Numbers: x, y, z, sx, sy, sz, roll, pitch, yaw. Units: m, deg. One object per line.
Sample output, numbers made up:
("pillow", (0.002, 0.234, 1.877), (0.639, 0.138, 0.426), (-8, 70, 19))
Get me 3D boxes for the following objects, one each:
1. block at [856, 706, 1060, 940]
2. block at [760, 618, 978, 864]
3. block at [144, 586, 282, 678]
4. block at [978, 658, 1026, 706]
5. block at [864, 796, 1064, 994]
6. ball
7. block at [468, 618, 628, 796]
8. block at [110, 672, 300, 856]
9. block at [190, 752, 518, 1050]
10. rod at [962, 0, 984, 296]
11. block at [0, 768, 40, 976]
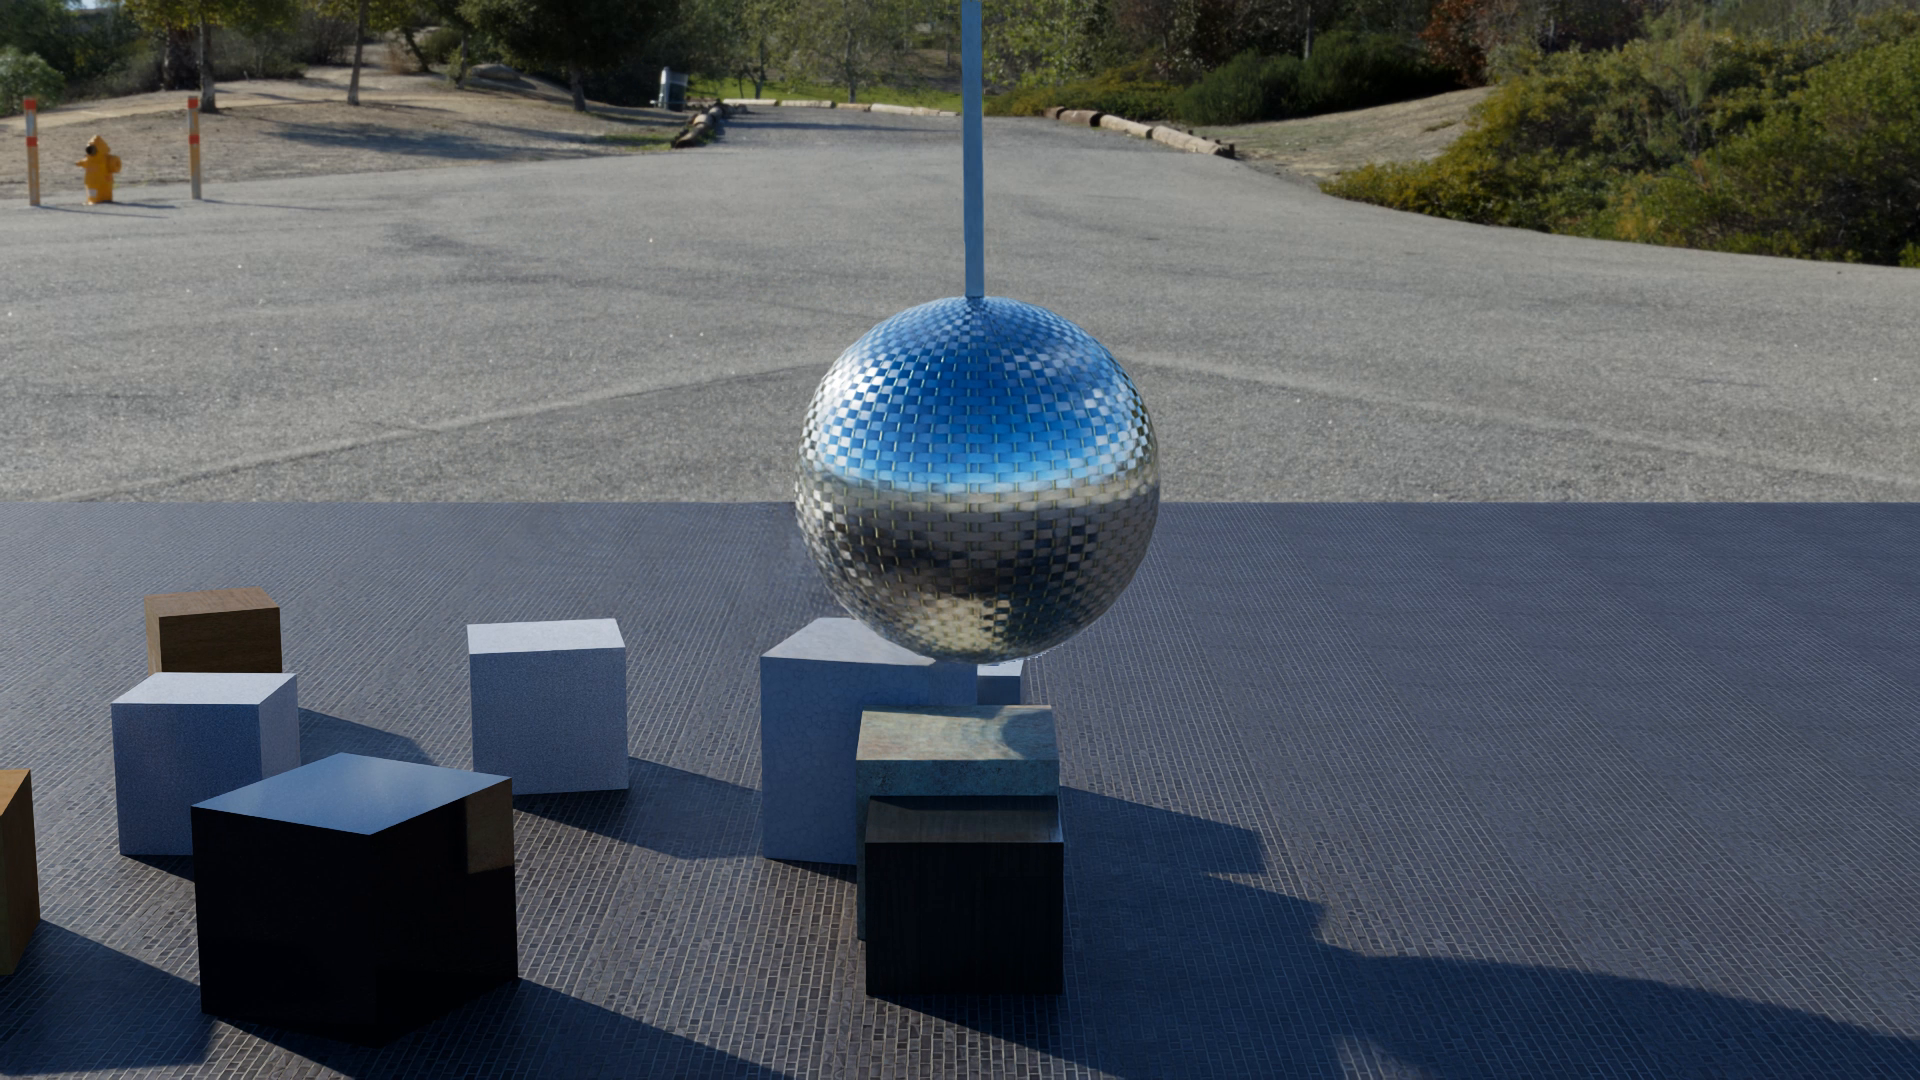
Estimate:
("block", (-0.011, 1.184, 10.928), (0.826, 0.760, 0.916), (0, 10, 0))
("block", (-0.406, 0.923, 11.875), (0.780, 0.936, 0.871), (3, 11, 14))
("block", (-4.116, 0.655, 14.154), (0.632, 0.648, 0.635), (-5, 11, -24))
("block", (0.017, 0.919, 12.621), (0.587, 0.676, 0.643), (1, 10, 4))
("block", (0.015, 1.398, 10.173), (0.759, 0.610, 0.646), (0, 10, 0))
("ball", (0.072, -0.261, 11.133), (1.600, 1.600, 1.600), (0, 10, 0))
("block", (-2.087, 0.835, 12.956), (0.754, 0.721, 0.690), (-2, 11, -12))
("block", (-3.482, 1.032, 11.910), (0.672, 0.709, 0.601), (0, 10, 2))
("block", (-2.306, 1.356, 9.838), (0.840, 0.812, 0.855), (5, 11, 26))
("rod", (0.031, -3.606, 10.525), (0.080, 5.200, 0.080), (-1, 10, 0))
("block", (-4.141, 1.345, 10.346), (0.680, 0.651, 0.697), (-2, 10, -11))
